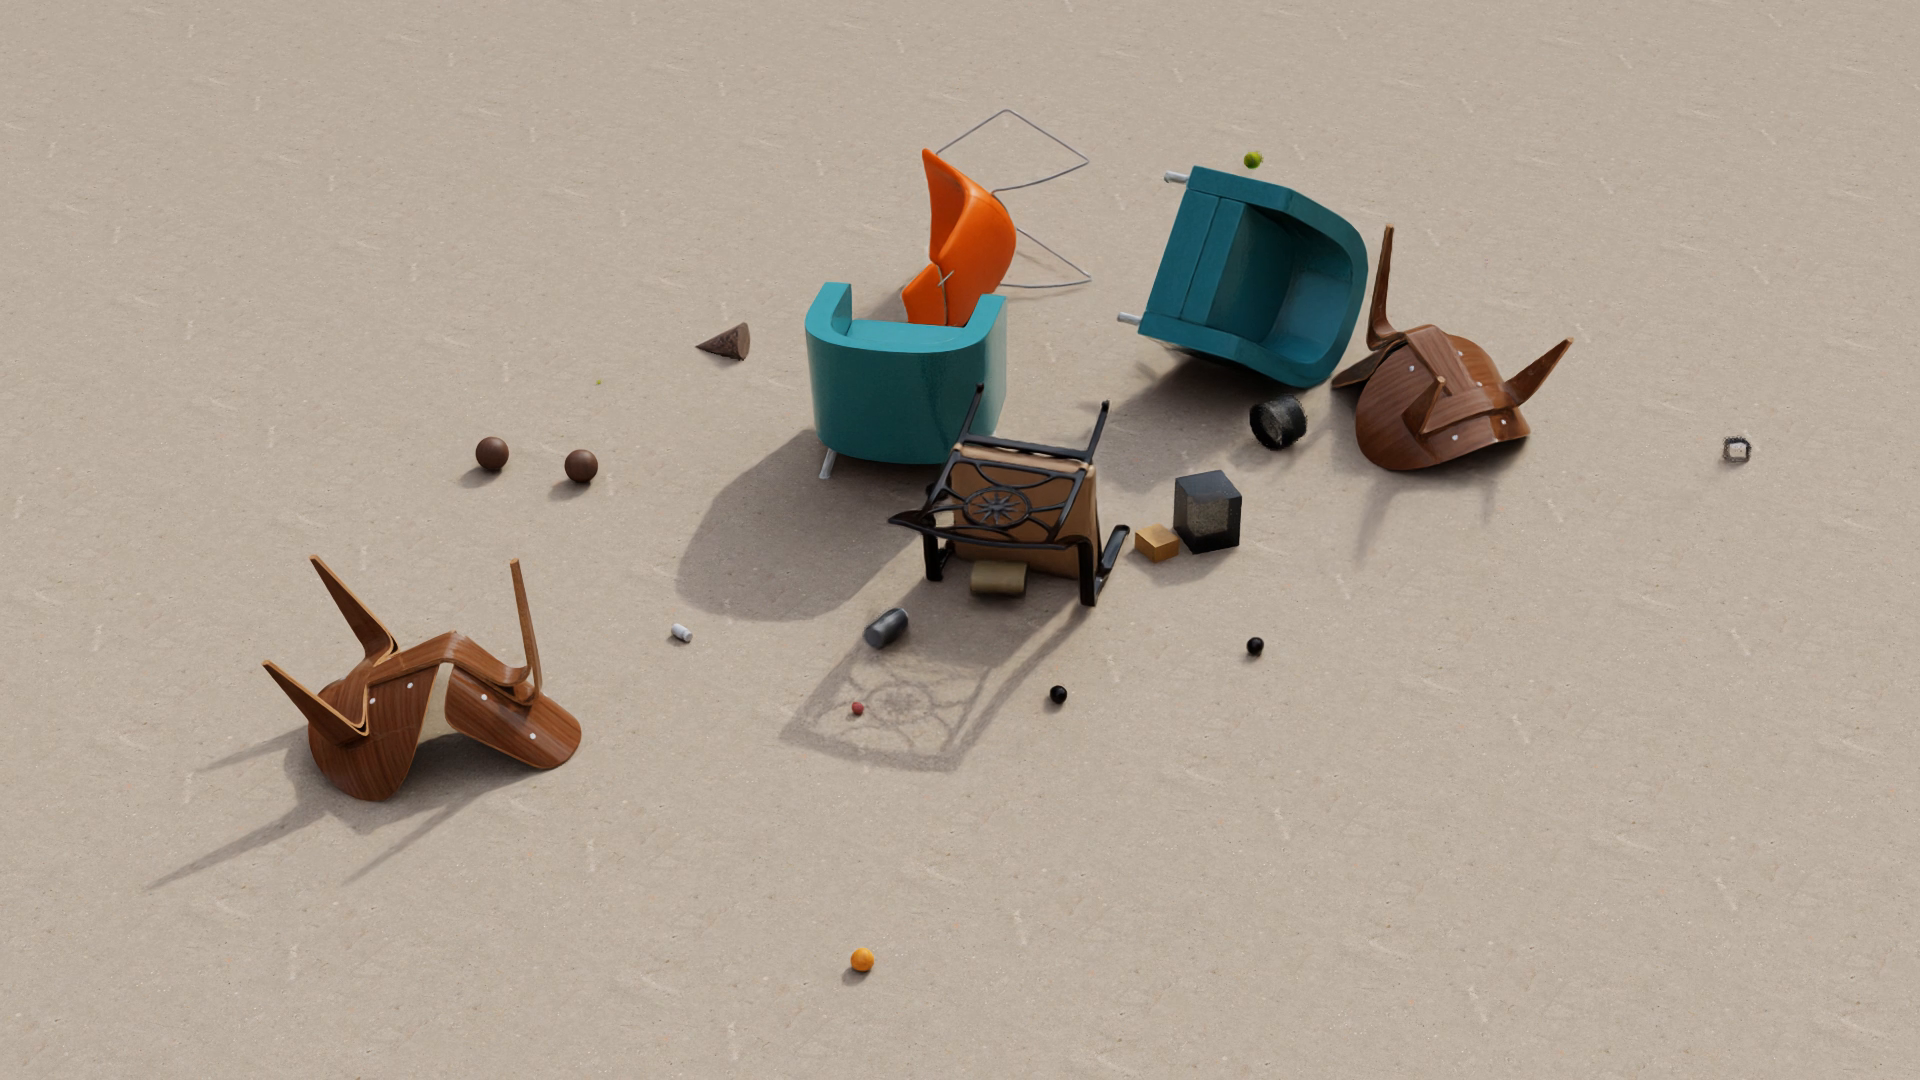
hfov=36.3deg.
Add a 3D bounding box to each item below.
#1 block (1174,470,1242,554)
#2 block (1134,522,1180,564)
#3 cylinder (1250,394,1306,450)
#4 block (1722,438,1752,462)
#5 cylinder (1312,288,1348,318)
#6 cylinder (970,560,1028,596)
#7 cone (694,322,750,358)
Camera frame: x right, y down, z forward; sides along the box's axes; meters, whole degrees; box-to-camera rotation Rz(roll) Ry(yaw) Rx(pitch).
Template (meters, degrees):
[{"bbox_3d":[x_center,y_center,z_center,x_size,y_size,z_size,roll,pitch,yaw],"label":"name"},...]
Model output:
[{"bbox_3d":[0.920,-0.104,10.903,0.183,0.219,0.197,-11,35,-16],"label":"block"},{"bbox_3d":[0.730,0.012,10.862,0.109,0.071,0.129,-19,38,-26],"label":"block"},{"bbox_3d":[1.245,-0.464,11.490,0.131,0.170,0.194,-24,67,-31],"label":"cylinder"},{"bbox_3d":[3.026,-0.350,11.418,0.077,0.064,0.072,-7,34,-10],"label":"block"},{"bbox_3d":[1.563,-1.001,12.396,0.149,0.075,0.126,-16,37,-23],"label":"cylinder"},{"bbox_3d":[0.144,0.137,10.633,0.193,0.107,0.194,4,20,6],"label":"cylinder"},{"bbox_3d":[-0.997,-0.813,12.123,0.224,0.119,0.176,-6,49,19],"label":"cone"}]
